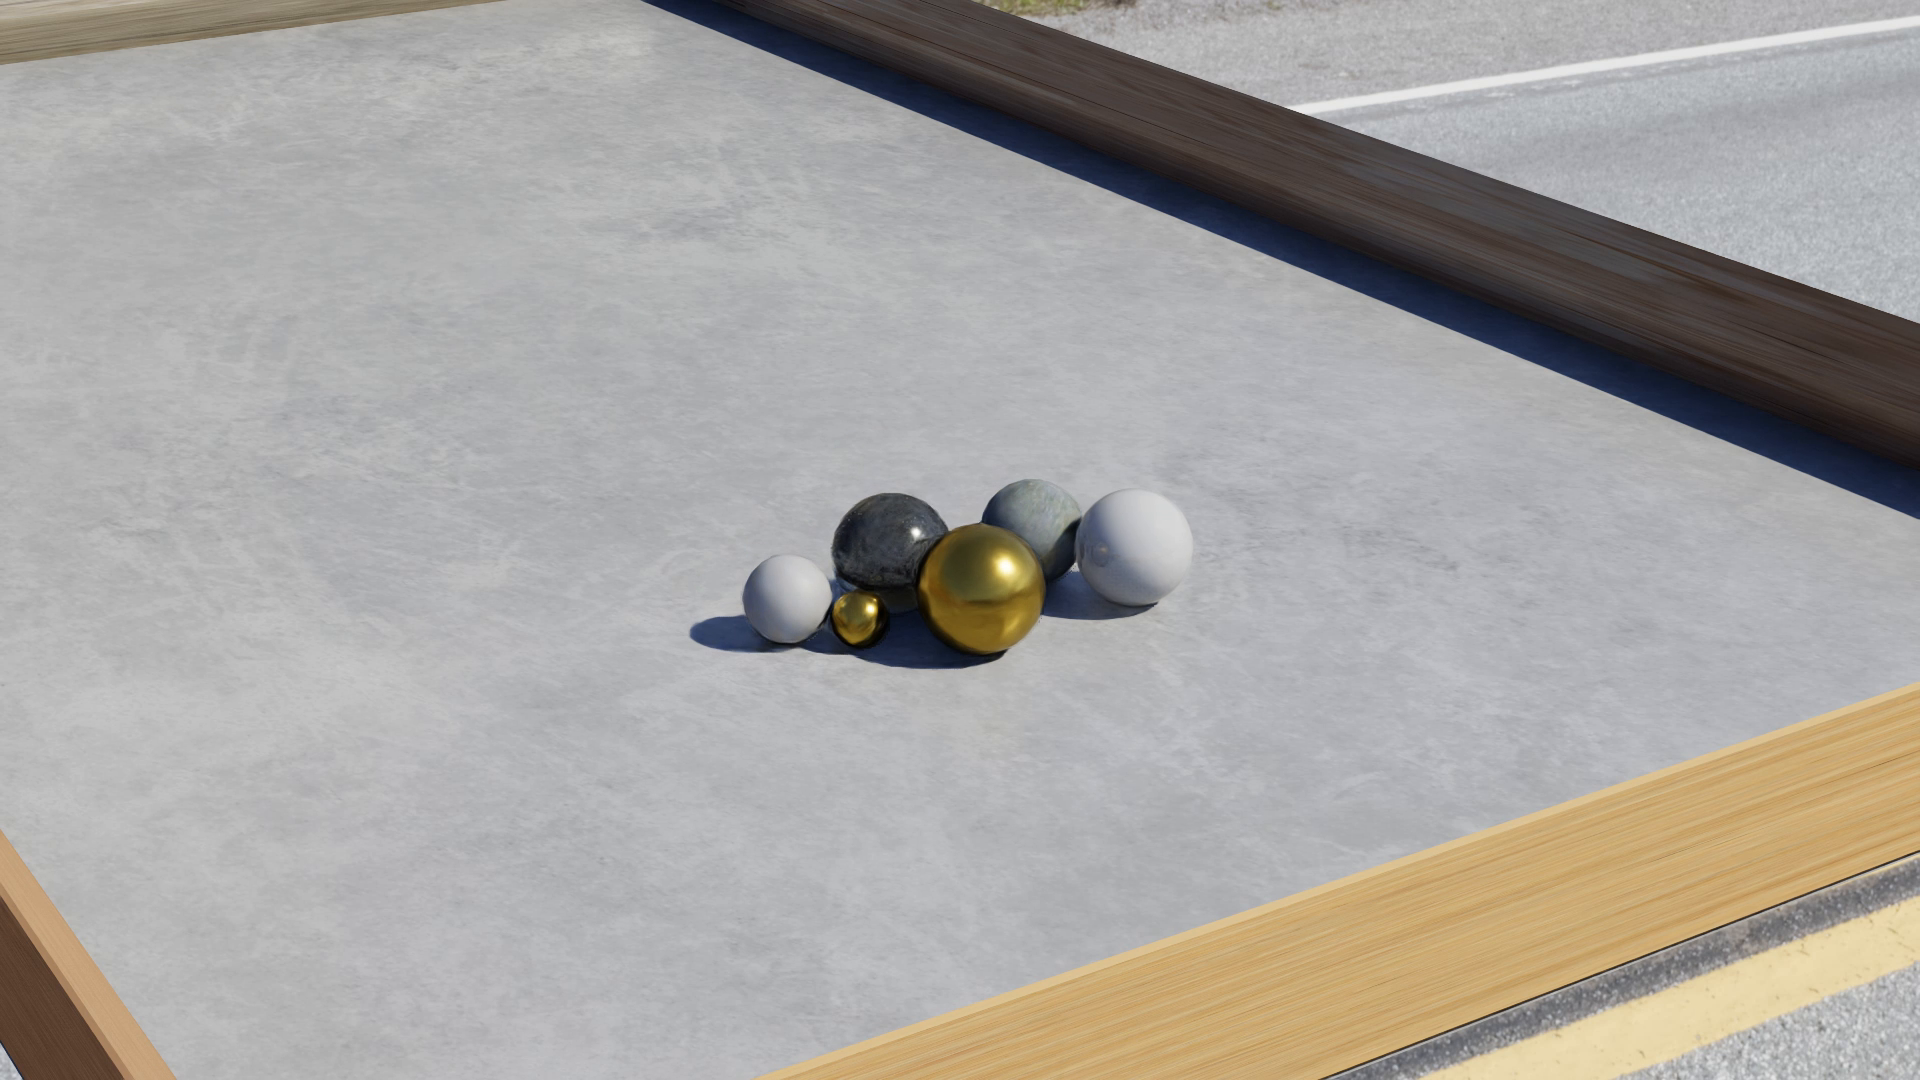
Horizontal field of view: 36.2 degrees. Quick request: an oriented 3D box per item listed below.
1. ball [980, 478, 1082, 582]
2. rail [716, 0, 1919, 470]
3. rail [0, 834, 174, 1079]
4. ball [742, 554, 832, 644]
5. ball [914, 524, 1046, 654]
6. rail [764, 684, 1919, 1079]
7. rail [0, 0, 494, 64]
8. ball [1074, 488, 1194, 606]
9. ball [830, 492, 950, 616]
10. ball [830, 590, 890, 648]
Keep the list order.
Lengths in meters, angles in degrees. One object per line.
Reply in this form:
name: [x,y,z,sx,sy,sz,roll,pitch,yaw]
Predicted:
ball: [0.058,-0.007,2.342,0.084,0.084,0.084,0,23,0]
rail: [0.302,-0.433,3.297,0.045,0.129,2.880,-14,26,-30]
rail: [-1.076,-0.092,2.486,0.045,0.129,2.880,-14,26,-30]
ball: [-0.132,0.045,2.242,0.068,0.068,0.068,0,23,0]
ball: [0.015,0.037,2.221,0.099,0.099,0.099,0,23,0]
rail: [0.374,0.200,1.790,1.683,0.129,0.045,-14,26,-30]
rail: [-1.149,-0.725,3.992,1.683,0.129,0.045,-14,26,-30]
ball: [0.136,0.006,2.302,0.093,0.093,0.093,0,23,0]
ball: [-0.053,0.011,2.287,0.096,0.096,0.096,0,23,0]
ball: [-0.076,0.060,2.236,0.045,0.045,0.045,0,23,0]
